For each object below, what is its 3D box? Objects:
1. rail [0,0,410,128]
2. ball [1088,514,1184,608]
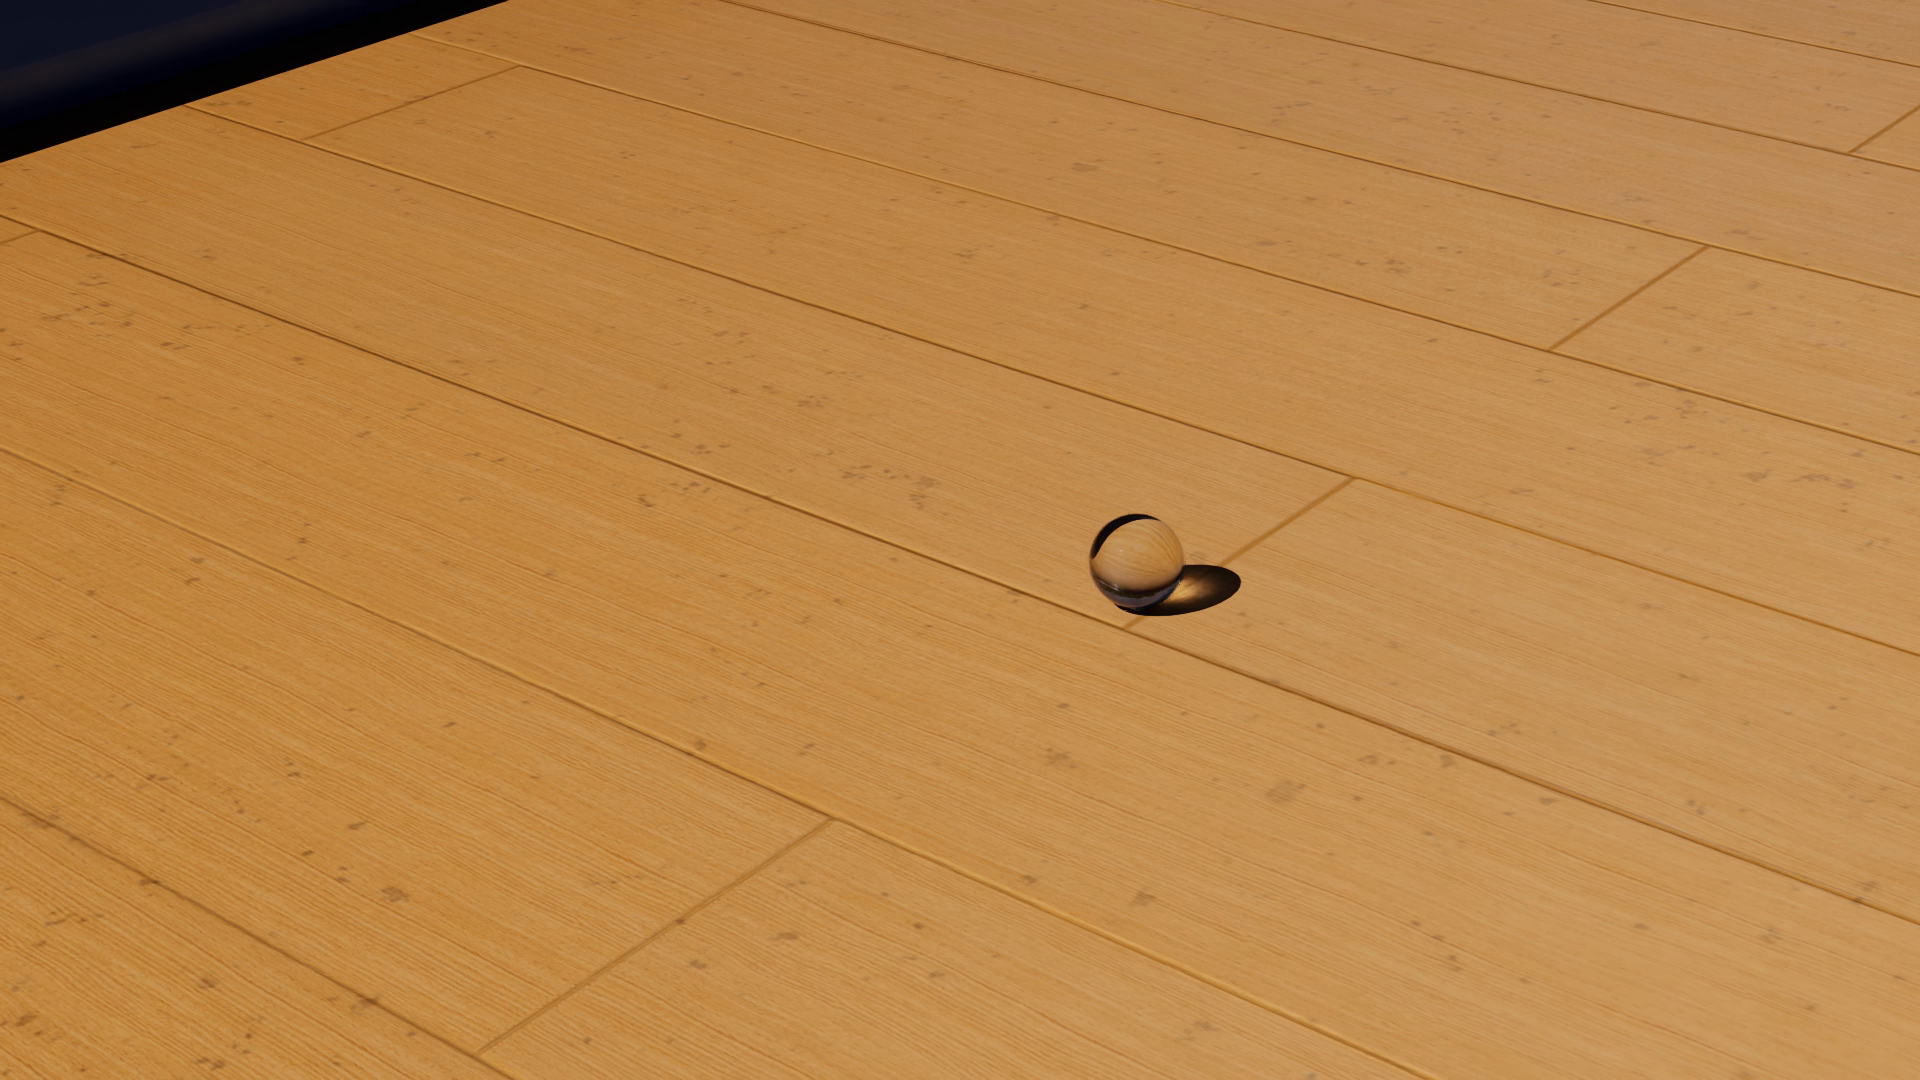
[{"bbox_3d":[-0.177,-0.728,3.042,0.045,0.116,4.350,20,33,33],"label":"rail"},{"bbox_3d":[0.101,0.012,1.679,0.054,0.054,0.054,0,27,0],"label":"ball"}]
